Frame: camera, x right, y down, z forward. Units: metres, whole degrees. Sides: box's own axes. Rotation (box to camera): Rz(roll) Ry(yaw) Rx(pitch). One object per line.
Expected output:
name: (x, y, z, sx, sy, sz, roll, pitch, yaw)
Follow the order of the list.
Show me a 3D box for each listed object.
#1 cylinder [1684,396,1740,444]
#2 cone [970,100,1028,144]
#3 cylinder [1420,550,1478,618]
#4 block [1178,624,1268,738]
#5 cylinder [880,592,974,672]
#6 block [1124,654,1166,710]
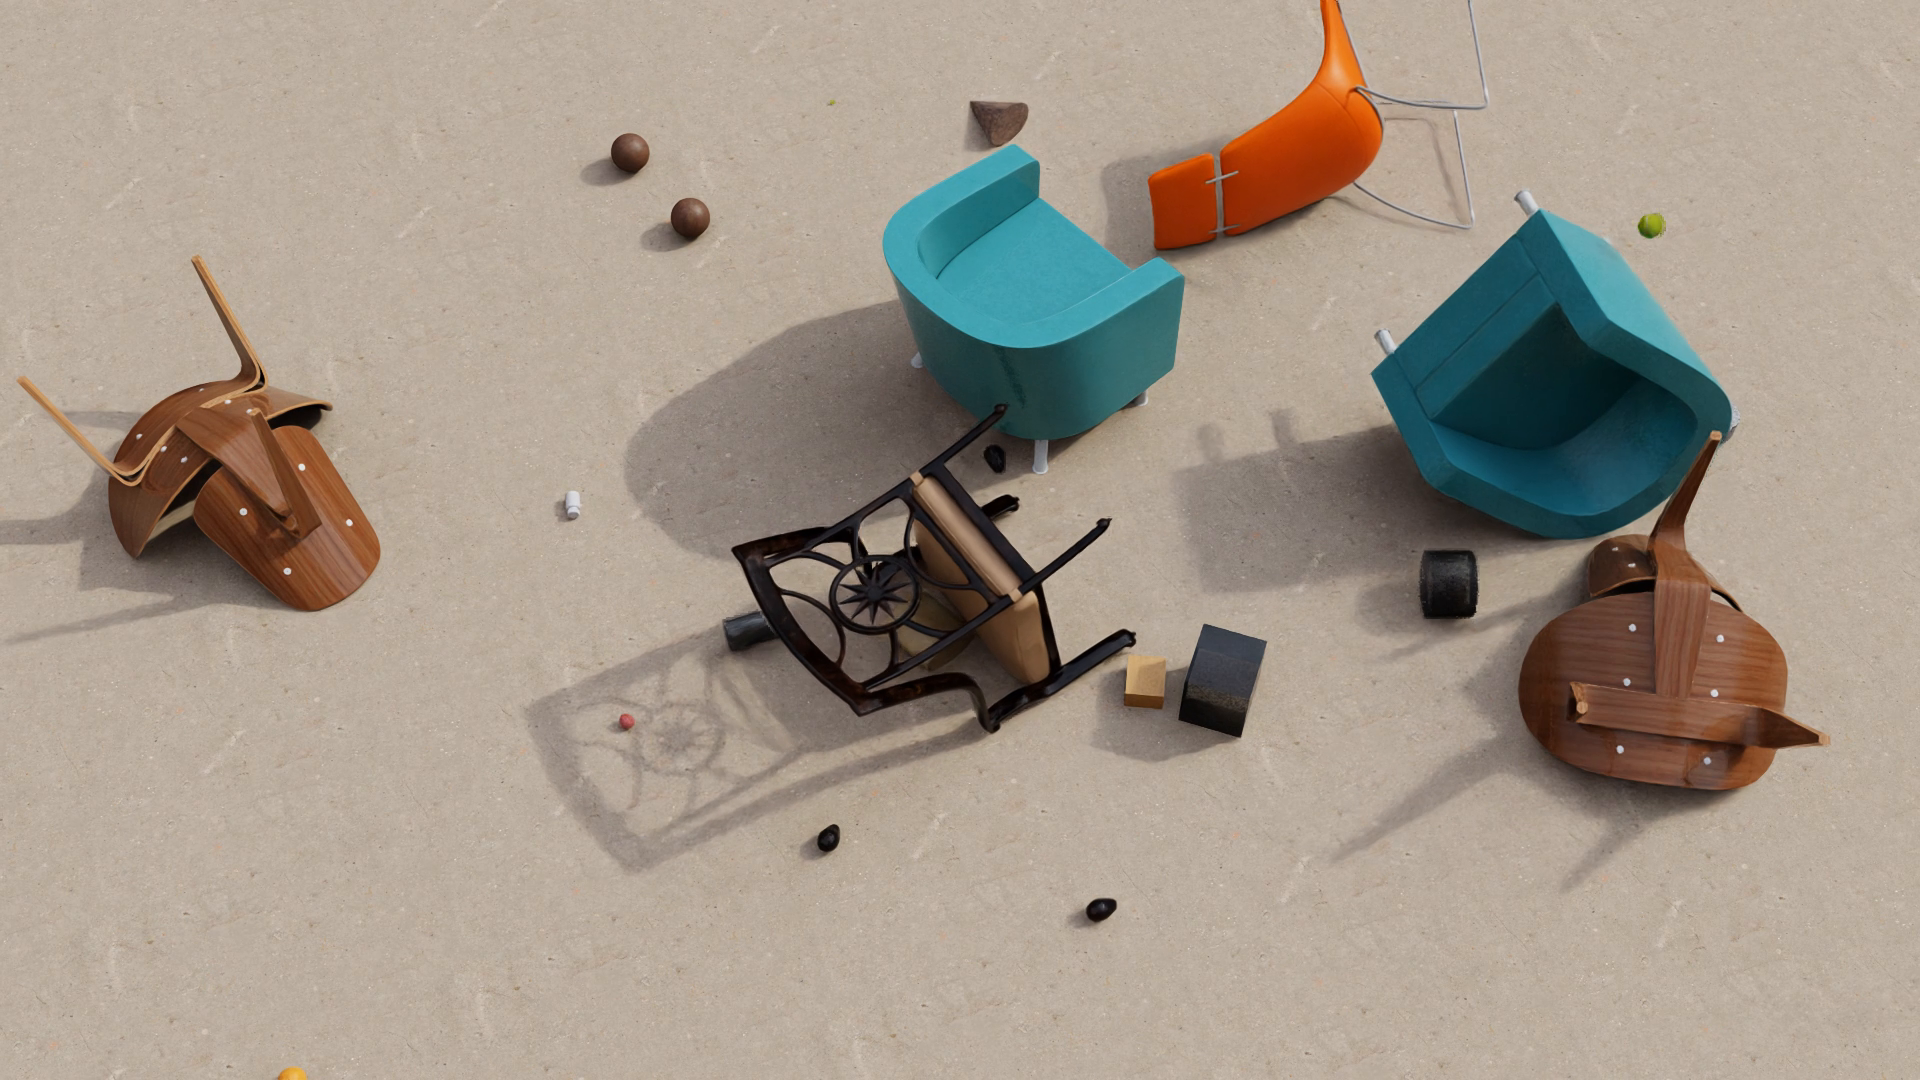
cylinder: (2.319, -0.369, 6.776, 0.149, 0.075, 0.126, 8, 57, 6)
cone: (0.102, -1.463, 7.519, 0.176, 0.119, 0.224, -46, 50, -6)
cylinder: (1.418, 0.127, 6.384, 0.131, 0.170, 0.194, 0, 83, 0)
block: (0.737, 0.396, 6.176, 0.183, 0.219, 0.197, 16, 58, 10)
cylinder: (-0.094, 0.262, 6.330, 0.193, 0.107, 0.194, 40, 51, 23)
block: (0.527, 0.404, 6.260, 0.109, 0.071, 0.129, 5, 56, 3)
